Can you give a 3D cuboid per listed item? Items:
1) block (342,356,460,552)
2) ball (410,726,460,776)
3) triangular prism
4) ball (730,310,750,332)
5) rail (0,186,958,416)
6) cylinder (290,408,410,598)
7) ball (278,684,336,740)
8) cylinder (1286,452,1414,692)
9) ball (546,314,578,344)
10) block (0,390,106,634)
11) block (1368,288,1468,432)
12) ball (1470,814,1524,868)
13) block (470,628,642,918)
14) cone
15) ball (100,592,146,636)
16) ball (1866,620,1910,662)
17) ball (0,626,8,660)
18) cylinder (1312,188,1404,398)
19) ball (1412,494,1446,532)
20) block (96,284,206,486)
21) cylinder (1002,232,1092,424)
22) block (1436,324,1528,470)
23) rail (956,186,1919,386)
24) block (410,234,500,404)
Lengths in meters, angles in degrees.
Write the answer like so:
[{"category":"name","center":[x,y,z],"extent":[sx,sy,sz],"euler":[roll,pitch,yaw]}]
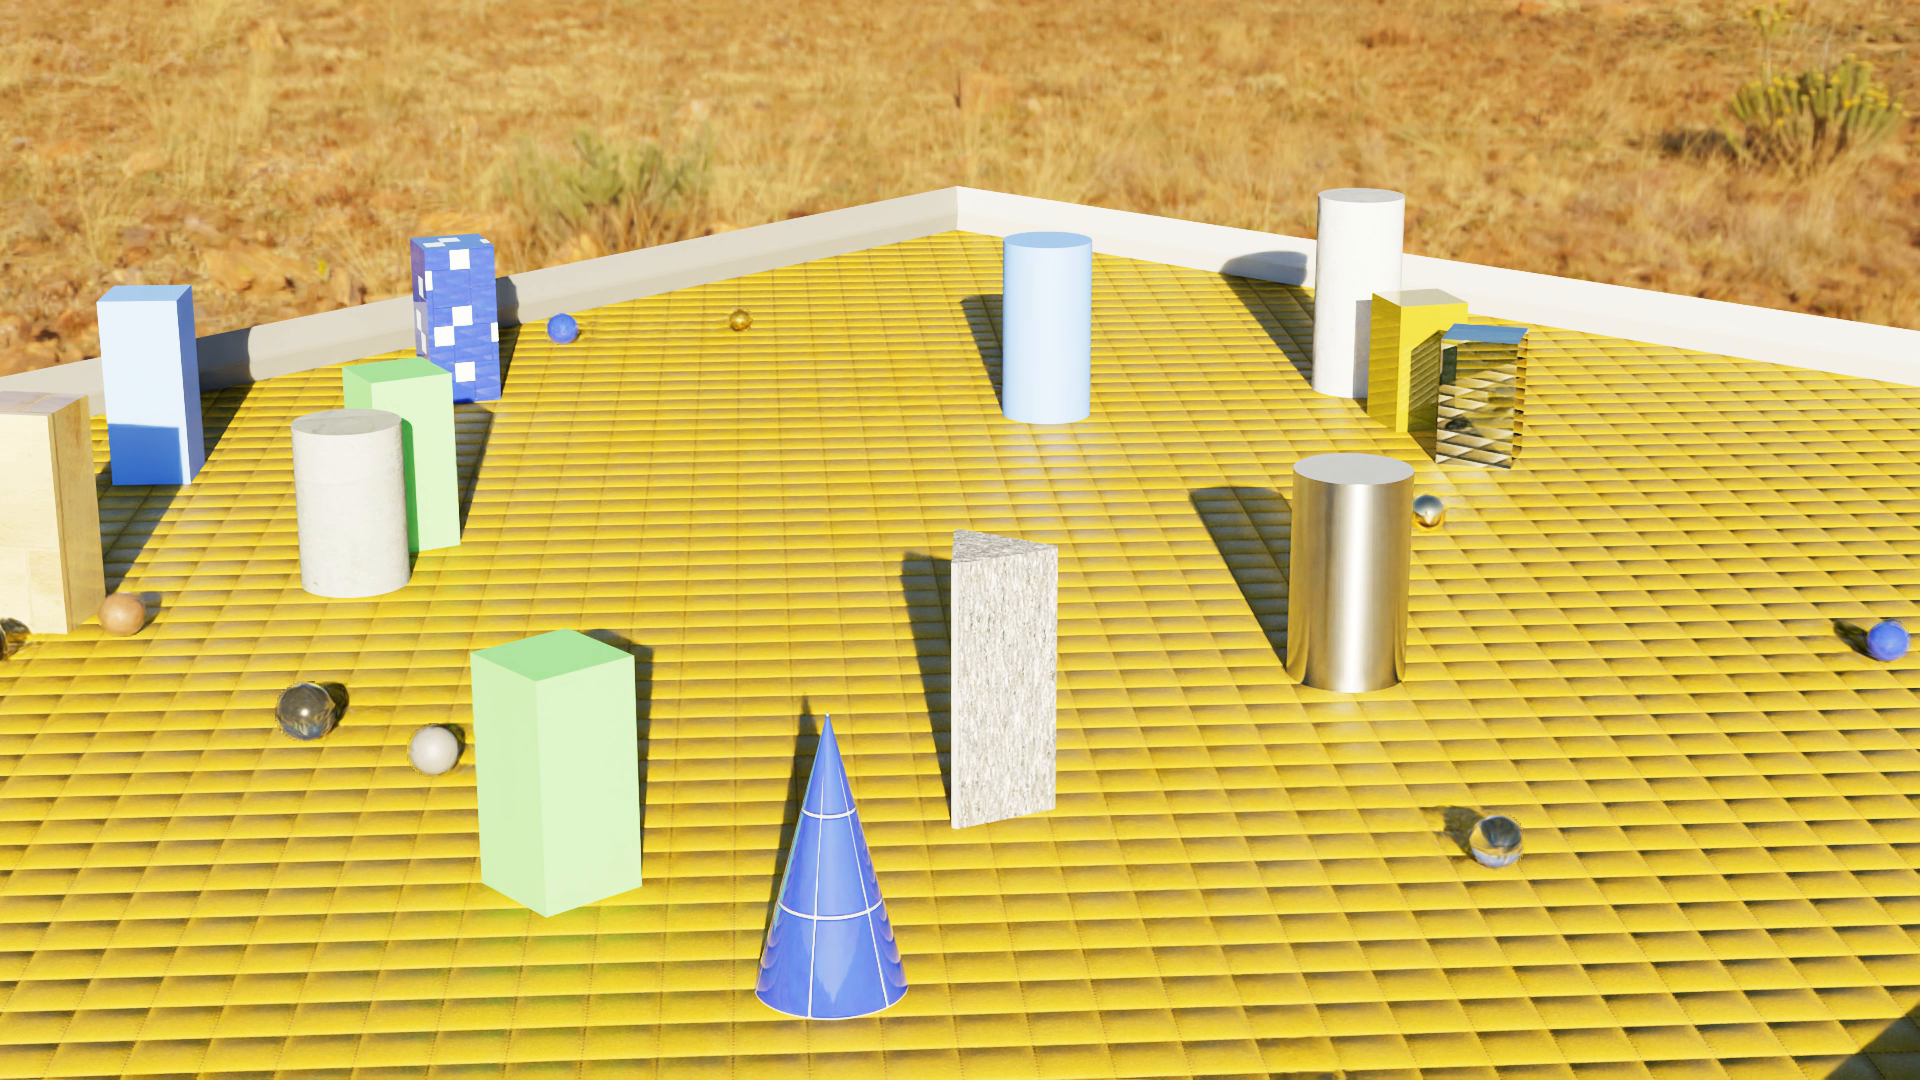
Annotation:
[{"category":"block","center":[-1.027,-0.154,5.389],"extent":[0.152,0.325,0.152],"euler":[-10,19,-29]},{"category":"ball","center":[-0.770,0.308,4.295],"extent":[0.072,0.072,0.072],"euler":[0,17,0]},{"category":"triangular prism","center":[0.030,0.189,4.145],"extent":[0.165,0.388,0.143],"euler":[-9,19,-27]},{"category":"ball","center":[-0.534,-0.533,7.114],"extent":[0.052,0.052,0.052],"euler":[0,17,0]},{"category":"rail","center":[-1.662,-0.386,6.502],"extent":[0.045,0.124,5.095],"euler":[14,22,39]},{"category":"cylinder","center":[-1.070,-0.066,5.155],"extent":[0.190,0.292,0.190],"euler":[0,17,0]},{"category":"ball","center":[-0.987,0.260,4.430],"extent":[0.087,0.087,0.087],"euler":[0,17,0]},{"category":"cylinder","center":[0.622,0.051,4.683],"extent":[0.190,0.341,0.190],"euler":[0,17,0]},{"category":"ball","center":[-0.945,-0.501,6.972],"extent":[0.075,0.075,0.075],"euler":[0,17,0]},{"category":"block","center":[-1.560,-0.048,4.946],"extent":[0.152,0.377,0.152],"euler":[3,17,9]},{"category":"block","center":[0.973,-0.384,6.242],"extent":[0.152,0.271,0.152],"euler":[-5,17,-15]},{"category":"ball","center":[0.726,0.408,3.964],"extent":[0.073,0.073,0.073],"euler":[0,17,0]},{"category":"block","center":[-0.532,0.304,3.870],"extent":[0.152,0.325,0.152],"euler":[-14,22,-40]},{"category":"cone","center":[-0.159,0.377,3.568],"extent":[0.190,0.361,0.190],"euler":[0,17,0]},{"category":"ball","center":[-1.400,0.123,4.902],"extent":[0.075,0.075,0.075],"euler":[0,17,0]},{"category":"ball","center":[1.511,0.165,4.777],"extent":[0.067,0.067,0.067],"euler":[0,17,0]},{"category":"ball","center":[-1.586,0.167,4.744],"extent":[0.083,0.083,0.083],"euler":[0,17,0]},{"category":"cylinder","center":[0.883,-0.550,6.508],"extent":[0.190,0.435,0.190],"euler":[0,17,0]},{"category":"ball","center":[0.873,-0.050,5.484],"extent":[0.071,0.071,0.071],"euler":[0,17,0]},{"category":"block","center":[-1.604,-0.309,5.823],"extent":[0.152,0.370,0.152],"euler":[-1,17,-3]},{"category":"cylinder","center":[0.187,-0.457,6.296],"extent":[0.190,0.380,0.190],"euler":[0,17,0]},{"category":"block","center":[1.062,-0.293,5.964],"extent":[0.152,0.259,0.152],"euler":[5,18,18]},{"category":"rail","center":[1.655,-0.520,6.945],"extent":[4.449,0.124,0.045],"euler":[14,22,39]},{"category":"block","center":[-1.111,-0.487,6.456],"extent":[0.152,0.344,0.152],"euler":[-7,18,-21]}]
